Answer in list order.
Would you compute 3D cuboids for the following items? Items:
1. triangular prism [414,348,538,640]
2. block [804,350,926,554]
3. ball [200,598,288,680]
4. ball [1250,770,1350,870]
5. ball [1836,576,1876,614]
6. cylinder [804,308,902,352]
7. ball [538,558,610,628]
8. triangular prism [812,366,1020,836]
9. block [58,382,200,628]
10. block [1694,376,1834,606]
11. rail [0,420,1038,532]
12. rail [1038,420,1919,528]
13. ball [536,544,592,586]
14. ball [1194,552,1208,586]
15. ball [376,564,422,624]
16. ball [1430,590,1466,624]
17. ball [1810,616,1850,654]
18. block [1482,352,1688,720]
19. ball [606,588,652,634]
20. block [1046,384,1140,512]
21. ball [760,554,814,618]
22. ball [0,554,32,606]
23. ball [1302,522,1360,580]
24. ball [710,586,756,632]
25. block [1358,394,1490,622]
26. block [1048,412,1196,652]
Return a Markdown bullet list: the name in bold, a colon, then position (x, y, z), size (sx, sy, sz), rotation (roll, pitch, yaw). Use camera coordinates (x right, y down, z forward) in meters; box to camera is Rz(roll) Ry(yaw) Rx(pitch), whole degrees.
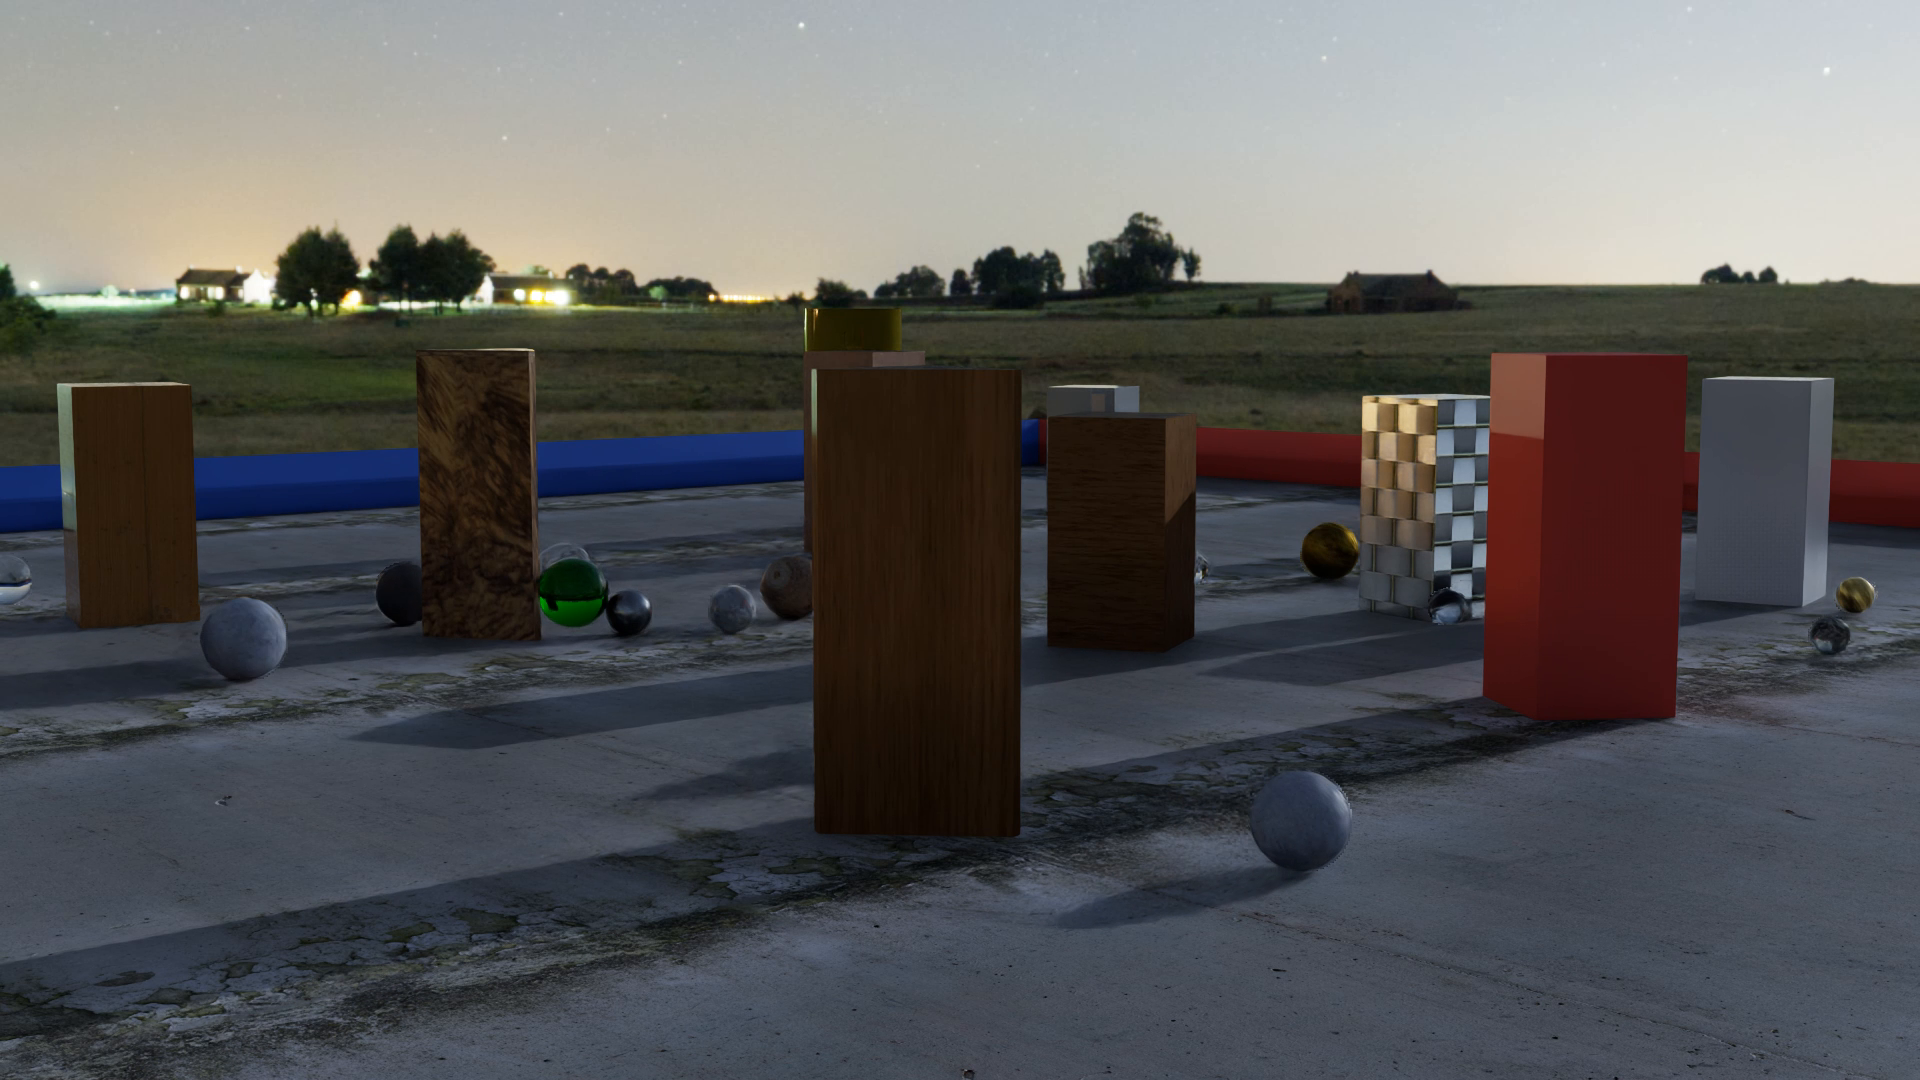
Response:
- **triangular prism**: position (-0.637, -0.068, 3.054), size (0.173, 0.392, 0.150), rotation (2, 6, 14)
- **block**: position (-0.176, -0.163, 4.067), size (0.160, 0.371, 0.160), rotation (4, 7, 35)
- **ball**: position (-0.867, 0.119, 2.663), size (0.100, 0.100, 0.100), rotation (0, 6, 0)
- **ball**: position (0.272, 0.224, 1.757), size (0.080, 0.080, 0.080), rotation (0, 6, 0)
- **ball**: position (1.325, 0.081, 3.253), size (0.054, 0.054, 0.054), rotation (0, 6, 0)
- **cylinder**: position (-0.218, -0.246, 4.485), size (0.200, 0.449, 0.200), rotation (0, 6, 0)
- **ball**: position (-0.533, 0.072, 3.030), size (0.098, 0.098, 0.098), rotation (0, 6, 0)
- **triangular prism**: position (-0.031, 0.047, 1.932), size (0.173, 0.396, 0.150), rotation (0, 6, 4)
- **block**: position (-1.205, -0.055, 3.184), size (0.160, 0.340, 0.160), rotation (-3, 7, -29)
- **block**: position (1.250, -0.080, 3.417), size (0.160, 0.341, 0.160), rotation (4, 7, 33)
- **rail**: position (-1.427, -0.126, 4.870), size (4.553, 0.130, 0.045), rotation (-5, 8, -42)
- **rail**: position (1.656, -0.124, 4.851), size (0.045, 0.130, 4.256), rotation (-5, 8, -42)
- **ball**: position (-0.566, 0.049, 3.146), size (0.089, 0.089, 0.089), rotation (0, 6, 0)
- **ball**: position (0.372, 0.045, 3.568), size (0.060, 0.060, 0.060), rotation (0, 6, 0)
- **ball**: position (-0.790, 0.077, 3.142), size (0.086, 0.086, 0.086), rotation (0, 6, 0)
- **ball**: position (0.695, 0.096, 3.130), size (0.050, 0.050, 0.050), rotation (0, 6, 0)
- **ball**: position (1.133, 0.124, 2.862), size (0.049, 0.049, 0.049), rotation (0, 6, 0)
- **block**: position (0.697, -0.010, 2.468), size (0.160, 0.397, 0.160), rotation (-1, 6, -7)
- **ball**: position (-0.457, 0.099, 3.037), size (0.063, 0.063, 0.063), rotation (0, 6, 0)
- **block**: position (0.299, -0.206, 4.939), size (0.160, 0.277, 0.160), rotation (3, 7, 24)
- **ball**: position (-0.243, 0.068, 3.191), size (0.093, 0.093, 0.093), rotation (0, 6, 0)
- **ball**: position (-1.449, 0.061, 3.336), size (0.077, 0.077, 0.077), rotation (0, 6, 0)
- **ball**: position (0.615, 0.019, 3.653), size (0.095, 0.095, 0.095), rotation (0, 6, 0)
- **ball**: position (-0.315, 0.096, 3.053), size (0.066, 0.066, 0.066), rotation (0, 6, 0)
- **block**: position (0.706, -0.052, 3.244), size (0.160, 0.320, 0.160), rotation (-4, 7, -31)
- **block**: position (0.219, -0.015, 2.961), size (0.160, 0.306, 0.160), rotation (2, 6, 20)
